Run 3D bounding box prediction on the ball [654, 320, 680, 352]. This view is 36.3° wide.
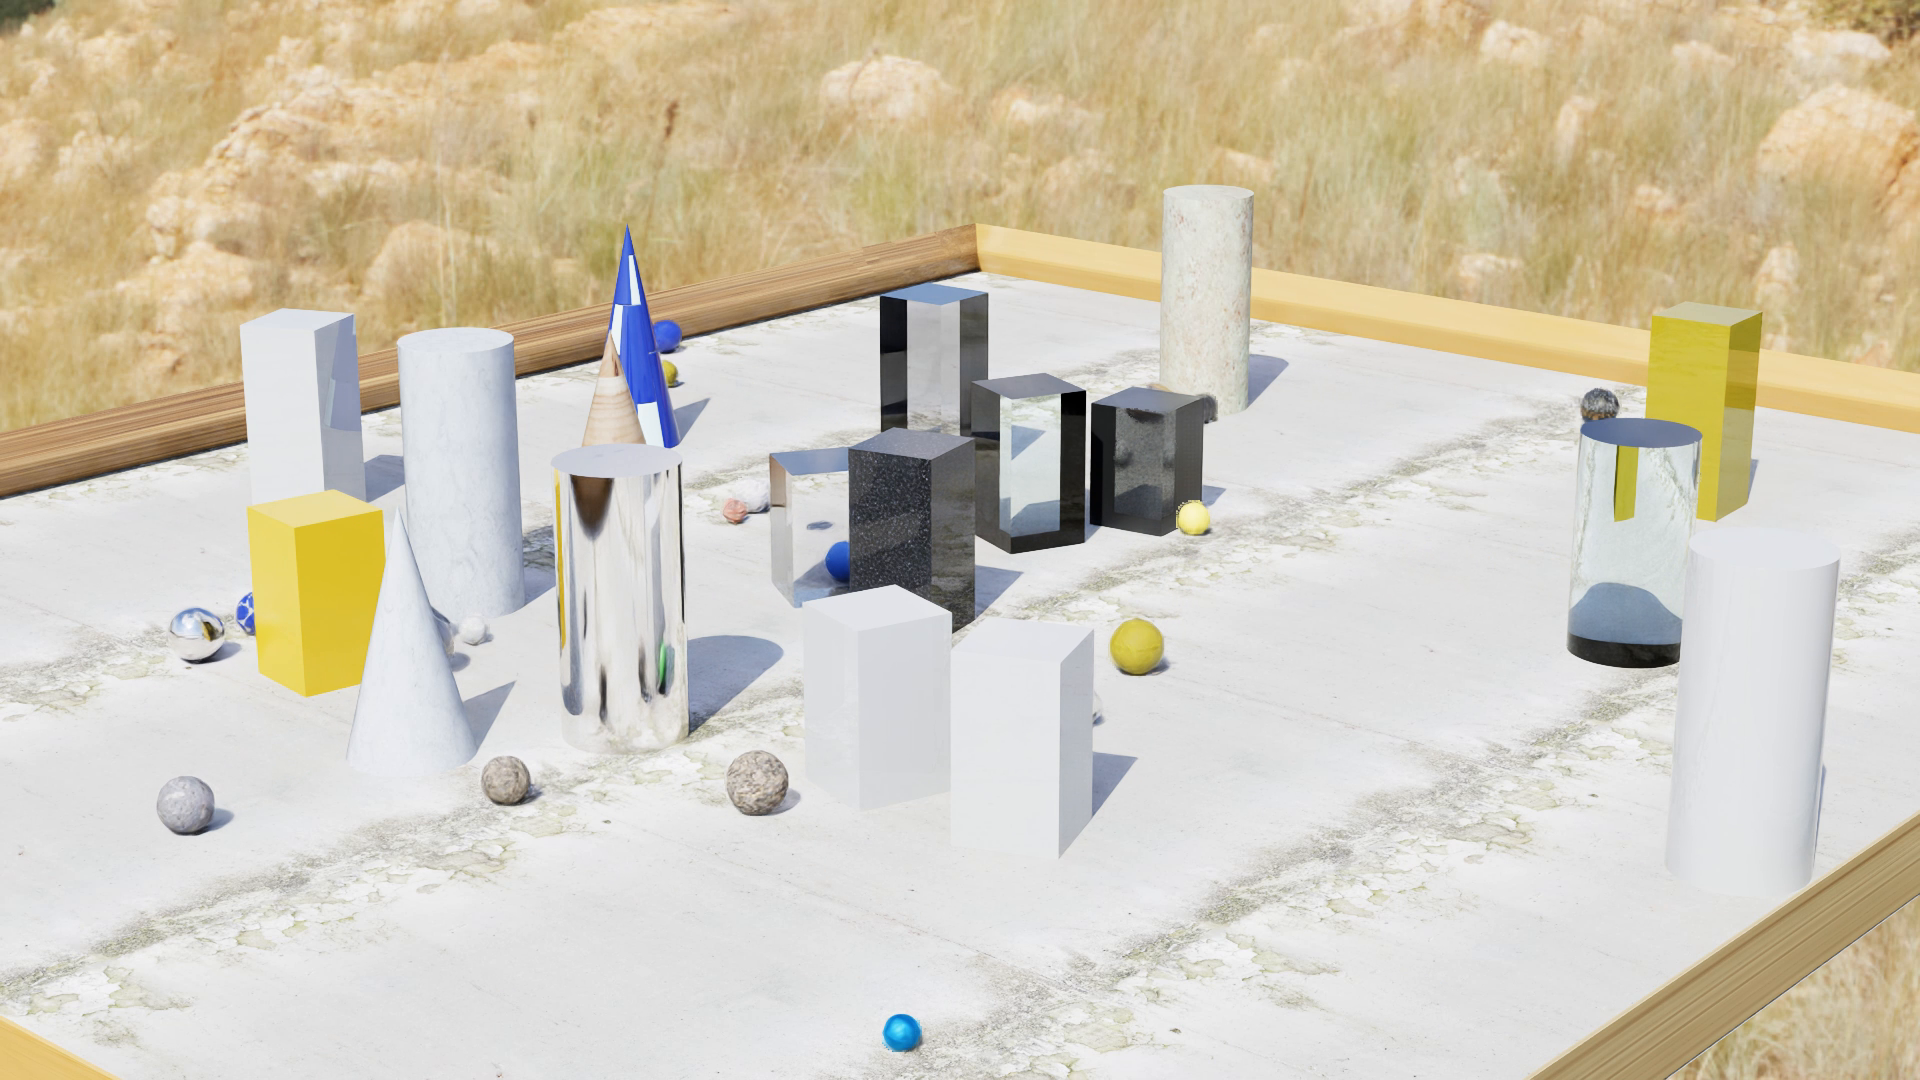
[{"bbox_3d":[-0.695,-0.479,6.904,0.076,0.076,0.076,0,17,0],"label":"ball"}]

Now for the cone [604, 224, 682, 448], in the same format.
[{"bbox_3d":[-0.680,-0.427,6.060,0.195,0.464,0.195,0,17,0],"label":"cone"}]

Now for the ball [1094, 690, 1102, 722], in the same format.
[{"bbox_3d":[0.186,0.255,4.496,0.062,0.062,0.062,0,17,0],"label":"ball"}]

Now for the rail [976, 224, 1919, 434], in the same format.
[{"bbox_3d":[1.399,-0.434,6.663,3.636,0.126,0.045,14,22,39],"label":"rail"}]

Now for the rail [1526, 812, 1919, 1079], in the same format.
[{"bbox_3d":[1.355,0.371,3.994,0.045,0.126,4.315,14,22,39],"label":"rail"}]

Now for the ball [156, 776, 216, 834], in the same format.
[{"bbox_3d":[-1.079,0.369,4.088,0.080,0.080,0.080,0,17,0],"label":"ball"}]

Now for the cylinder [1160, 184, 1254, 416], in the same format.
[{"bbox_3d":[0.533,-0.520,6.355,0.195,0.471,0.195,0,17,0],"label":"cylinder"}]

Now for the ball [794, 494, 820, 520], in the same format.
[{"bbox_3d":[-0.291,-0.062,5.566,0.049,0.049,0.049,0,17,0],"label":"ball"}]

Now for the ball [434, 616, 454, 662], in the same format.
[{"bbox_3d":[-0.863,0.168,4.721,0.097,0.097,0.097,0,17,0],"label":"ball"}]

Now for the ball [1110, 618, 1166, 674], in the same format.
[{"bbox_3d":[0.286,0.171,4.725,0.089,0.089,0.089,0,17,0],"label":"ball"}]

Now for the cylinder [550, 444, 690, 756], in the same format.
[{"bbox_3d":[-0.509,0.088,4.412,0.195,0.430,0.195,0,17,0],"label":"cylinder"}]

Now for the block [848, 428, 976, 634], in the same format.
[{"bbox_3d":[-0.080,-0.007,4.916,0.156,0.321,0.156,9,19,26],"label":"block"}]

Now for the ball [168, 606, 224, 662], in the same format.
[{"bbox_3d":[-1.247,0.153,4.785,0.089,0.089,0.089,0,17,0],"label":"ball"}]

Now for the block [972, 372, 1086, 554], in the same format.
[{"bbox_3d":[0.126,-0.143,5.417,0.156,0.291,0.156,-9,19,-26],"label":"block"}]

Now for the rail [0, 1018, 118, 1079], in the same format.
[{"bbox_3d":[-1.399,0.497,3.578,3.636,0.126,0.045,14,22,39],"label":"rail"}]

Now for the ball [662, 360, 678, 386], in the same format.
[{"bbox_3d":[-0.663,-0.372,6.575,0.061,0.061,0.061,0,17,0],"label":"ball"}]

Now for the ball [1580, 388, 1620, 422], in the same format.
[{"bbox_3d":[1.360,-0.281,6.234,0.083,0.083,0.083,0,17,0],"label":"ball"}]

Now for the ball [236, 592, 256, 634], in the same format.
[{"bbox_3d":[-1.177,0.122,4.914,0.074,0.074,0.074,0,17,0],"label":"ball"}]

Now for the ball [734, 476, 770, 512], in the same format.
[{"bbox_3d":[-0.397,-0.087,5.615,0.069,0.069,0.069,0,17,0],"label":"ball"}]

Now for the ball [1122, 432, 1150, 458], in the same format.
[{"bbox_3d":[0.360,-0.194,5.995,0.055,0.055,0.055,0,17,0],"label":"ball"}]

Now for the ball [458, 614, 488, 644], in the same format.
[{"bbox_3d":[-0.809,0.148,4.873,0.048,0.048,0.048,0,17,0],"label":"ball"}]

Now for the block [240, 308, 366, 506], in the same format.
[{"bbox_3d":[-1.247,-0.236,5.577,0.156,0.376,0.156,5,18,17],"label":"block"}]

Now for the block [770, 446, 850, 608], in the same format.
[{"bbox_3d":[-0.236,-0.024,5.116,0.156,0.237,0.156,-5,18,-17],"label":"block"}]

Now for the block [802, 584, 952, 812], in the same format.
[{"bbox_3d":[-0.119,0.226,4.228,0.156,0.271,0.156,-10,20,-31],"label":"block"}]

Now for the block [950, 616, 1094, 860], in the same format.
[{"bbox_3d":[0.087,0.272,4.054,0.156,0.284,0.156,6,18,19],"label":"block"}]

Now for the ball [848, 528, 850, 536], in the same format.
[{"bbox_3d":[-0.162,-0.004,5.310,0.088,0.088,0.088,0,17,0],"label":"ball"}]

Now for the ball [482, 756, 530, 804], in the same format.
[{"bbox_3d":[-0.649,0.343,4.190,0.070,0.070,0.070,0,17,0],"label":"ball"}]

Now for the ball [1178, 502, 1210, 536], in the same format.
[{"bbox_3d":[0.437,-0.040,5.473,0.061,0.061,0.061,0,17,0],"label":"ball"}]

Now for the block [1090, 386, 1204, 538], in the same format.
[{"bbox_3d":[0.353,-0.150,5.535,0.156,0.236,0.156,11,20,32],"label":"block"}]

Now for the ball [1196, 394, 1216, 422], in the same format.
[{"bbox_3d":[0.519,-0.283,6.281,0.061,0.061,0.061,0,17,0],"label":"ball"}]

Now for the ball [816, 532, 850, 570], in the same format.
[{"bbox_3d":[-0.222,0.019,5.263,0.070,0.070,0.070,0,17,0],"label":"ball"}]

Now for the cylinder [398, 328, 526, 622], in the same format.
[{"bbox_3d":[-0.851,-0.113,5.011,0.195,0.468,0.195,0,17,0],"label":"cylinder"}]

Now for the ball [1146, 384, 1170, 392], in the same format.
[{"bbox_3d":[0.423,-0.304,6.334,0.069,0.069,0.069,0,17,0],"label":"ball"}]

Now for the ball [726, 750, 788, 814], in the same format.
[{"bbox_3d":[-0.288,0.343,4.156,0.090,0.090,0.090,0,17,0],"label":"ball"}]

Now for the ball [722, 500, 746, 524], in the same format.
[{"bbox_3d":[-0.427,-0.054,5.549,0.045,0.045,0.045,0,17,0],"label":"ball"}]

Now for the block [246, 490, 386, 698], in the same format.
[{"bbox_3d":[-1.023,0.083,4.688,0.156,0.279,0.156,-14,22,-38],"label":"block"}]

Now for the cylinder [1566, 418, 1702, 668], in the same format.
[{"bbox_3d":[1.101,0.003,4.795,0.195,0.370,0.195,0,17,0],"label":"cylinder"}]

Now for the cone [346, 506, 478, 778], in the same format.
[{"bbox_3d":[-0.820,0.134,4.332,0.195,0.388,0.195,0,17,0],"label":"cone"}]

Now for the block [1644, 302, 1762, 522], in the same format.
[{"bbox_3d":[1.416,-0.247,5.610,0.156,0.380,0.156,12,21,35],"label":"block"}]

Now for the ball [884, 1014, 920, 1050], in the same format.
[{"bbox_3d":[-0.069,0.579,3.451,0.044,0.044,0.044,0,17,0],"label":"ball"}]

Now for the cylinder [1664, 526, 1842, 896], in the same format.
[{"bbox_3d":[1.054,0.227,3.909,0.195,0.454,0.195,0,17,0],"label":"cylinder"}]

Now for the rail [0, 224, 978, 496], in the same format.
[{"bbox_3d":[-1.355,-0.308,6.246,0.045,0.126,4.315,14,22,39],"label":"rail"}]

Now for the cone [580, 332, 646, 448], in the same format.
[{"bbox_3d":[-0.662,-0.231,5.601,0.195,0.353,0.195,0,17,0],"label":"cone"}]

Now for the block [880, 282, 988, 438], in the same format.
[{"bbox_3d":[-0.052,-0.324,5.911,0.156,0.352,0.156,13,21,36],"label":"block"}]
